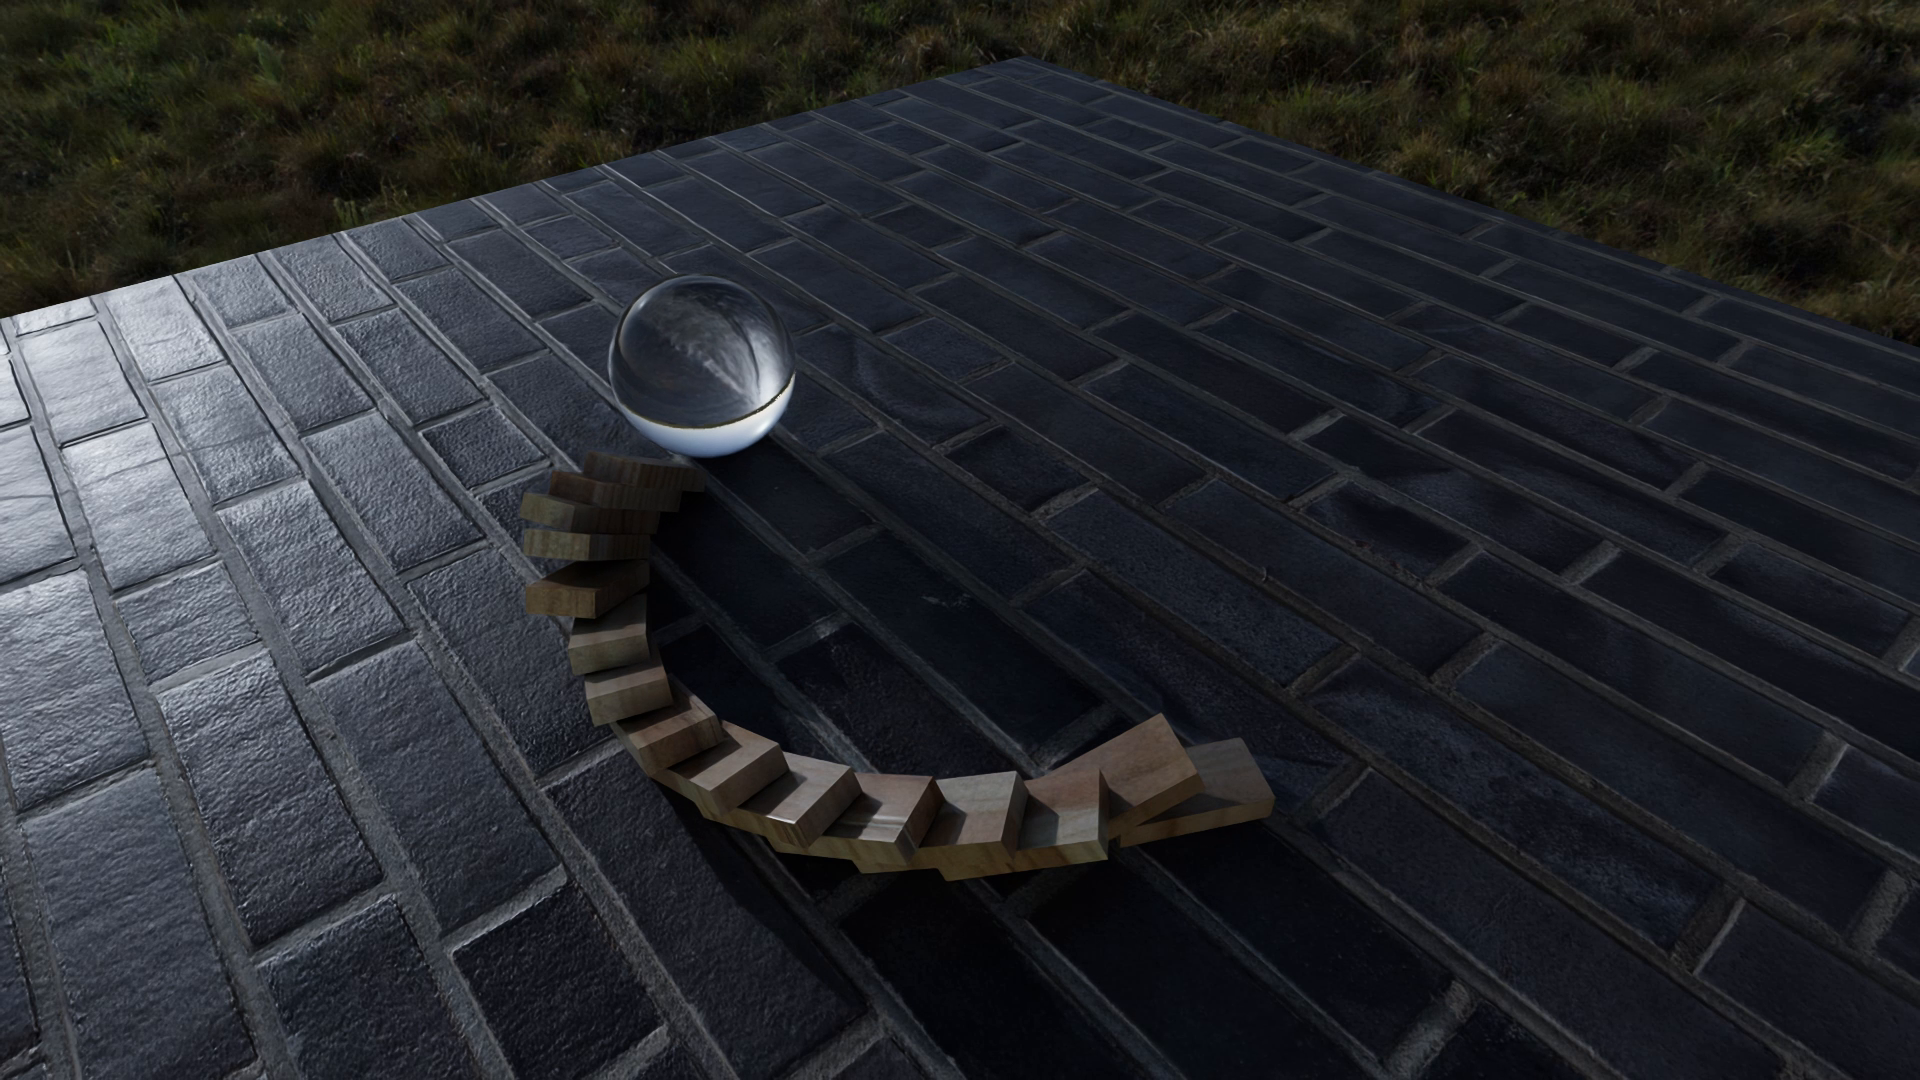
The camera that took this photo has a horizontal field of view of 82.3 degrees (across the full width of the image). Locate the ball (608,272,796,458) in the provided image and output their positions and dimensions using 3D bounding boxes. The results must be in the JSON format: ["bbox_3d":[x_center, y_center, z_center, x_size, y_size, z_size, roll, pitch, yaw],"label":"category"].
[{"bbox_3d":[-0.112,-0.076,0.480,0.080,0.080,0.080,0,39,0],"label":"ball"}]

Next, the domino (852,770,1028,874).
[{"bbox_3d":[-0.006,0.084,0.326,0.050,0.010,0.025,-12,34,25],"label":"domino"}]

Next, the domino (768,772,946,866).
[{"bbox_3d":[-0.032,0.082,0.328,0.050,0.010,0.025,-5,32,33],"label":"domino"}]

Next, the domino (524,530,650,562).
[{"bbox_3d":[-0.140,0.002,0.418,0.025,0.010,0.050,5,1,9],"label":"domino"}]

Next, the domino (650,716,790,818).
[{"bbox_3d":[-0.078,0.069,0.343,0.025,0.010,0.050,-32,24,-33],"label":"domino"}]

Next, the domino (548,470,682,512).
[{"bbox_3d":[-0.138,-0.019,0.444,0.025,0.009,0.050,14,4,20],"label":"domino"}]

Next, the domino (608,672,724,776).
[{"bbox_3d":[-0.097,0.059,0.356,0.025,0.010,0.050,-23,20,-25],"label":"domino"}]

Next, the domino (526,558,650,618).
[{"bbox_3d":[-0.136,0.017,0.406,0.025,0.009,0.050,4,12,5],"label":"domino"}]

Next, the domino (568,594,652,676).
[{"bbox_3d":[-0.123,0.032,0.388,0.025,0.010,0.050,-11,16,-13],"label":"domino"}]

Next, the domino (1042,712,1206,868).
[{"bbox_3d":[0.046,0.076,0.335,0.050,0.009,0.025,-29,41,2],"label":"domino"}]

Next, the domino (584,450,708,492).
[{"bbox_3d":[-0.129,-0.028,0.455,0.025,0.009,0.050,14,4,17],"label":"domino"}]

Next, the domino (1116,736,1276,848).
[{"bbox_3d":[0.070,0.079,0.347,0.050,0.010,0.025,-9,40,-10],"label":"domino"}]

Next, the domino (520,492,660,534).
[{"bbox_3d":[-0.144,-0.010,0.433,0.025,0.010,0.050,14,4,22],"label":"domino"}]

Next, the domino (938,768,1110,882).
[{"bbox_3d":[0.019,0.085,0.326,0.050,0.009,0.025,-14,36,19],"label":"domino"}]

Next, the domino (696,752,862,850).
[{"bbox_3d":[-0.056,0.077,0.334,0.050,0.009,0.025,1,32,42],"label":"domino"}]

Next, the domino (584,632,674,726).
[{"bbox_3d":[-0.113,0.046,0.371,0.025,0.010,0.050,-15,17,-17],"label":"domino"}]
